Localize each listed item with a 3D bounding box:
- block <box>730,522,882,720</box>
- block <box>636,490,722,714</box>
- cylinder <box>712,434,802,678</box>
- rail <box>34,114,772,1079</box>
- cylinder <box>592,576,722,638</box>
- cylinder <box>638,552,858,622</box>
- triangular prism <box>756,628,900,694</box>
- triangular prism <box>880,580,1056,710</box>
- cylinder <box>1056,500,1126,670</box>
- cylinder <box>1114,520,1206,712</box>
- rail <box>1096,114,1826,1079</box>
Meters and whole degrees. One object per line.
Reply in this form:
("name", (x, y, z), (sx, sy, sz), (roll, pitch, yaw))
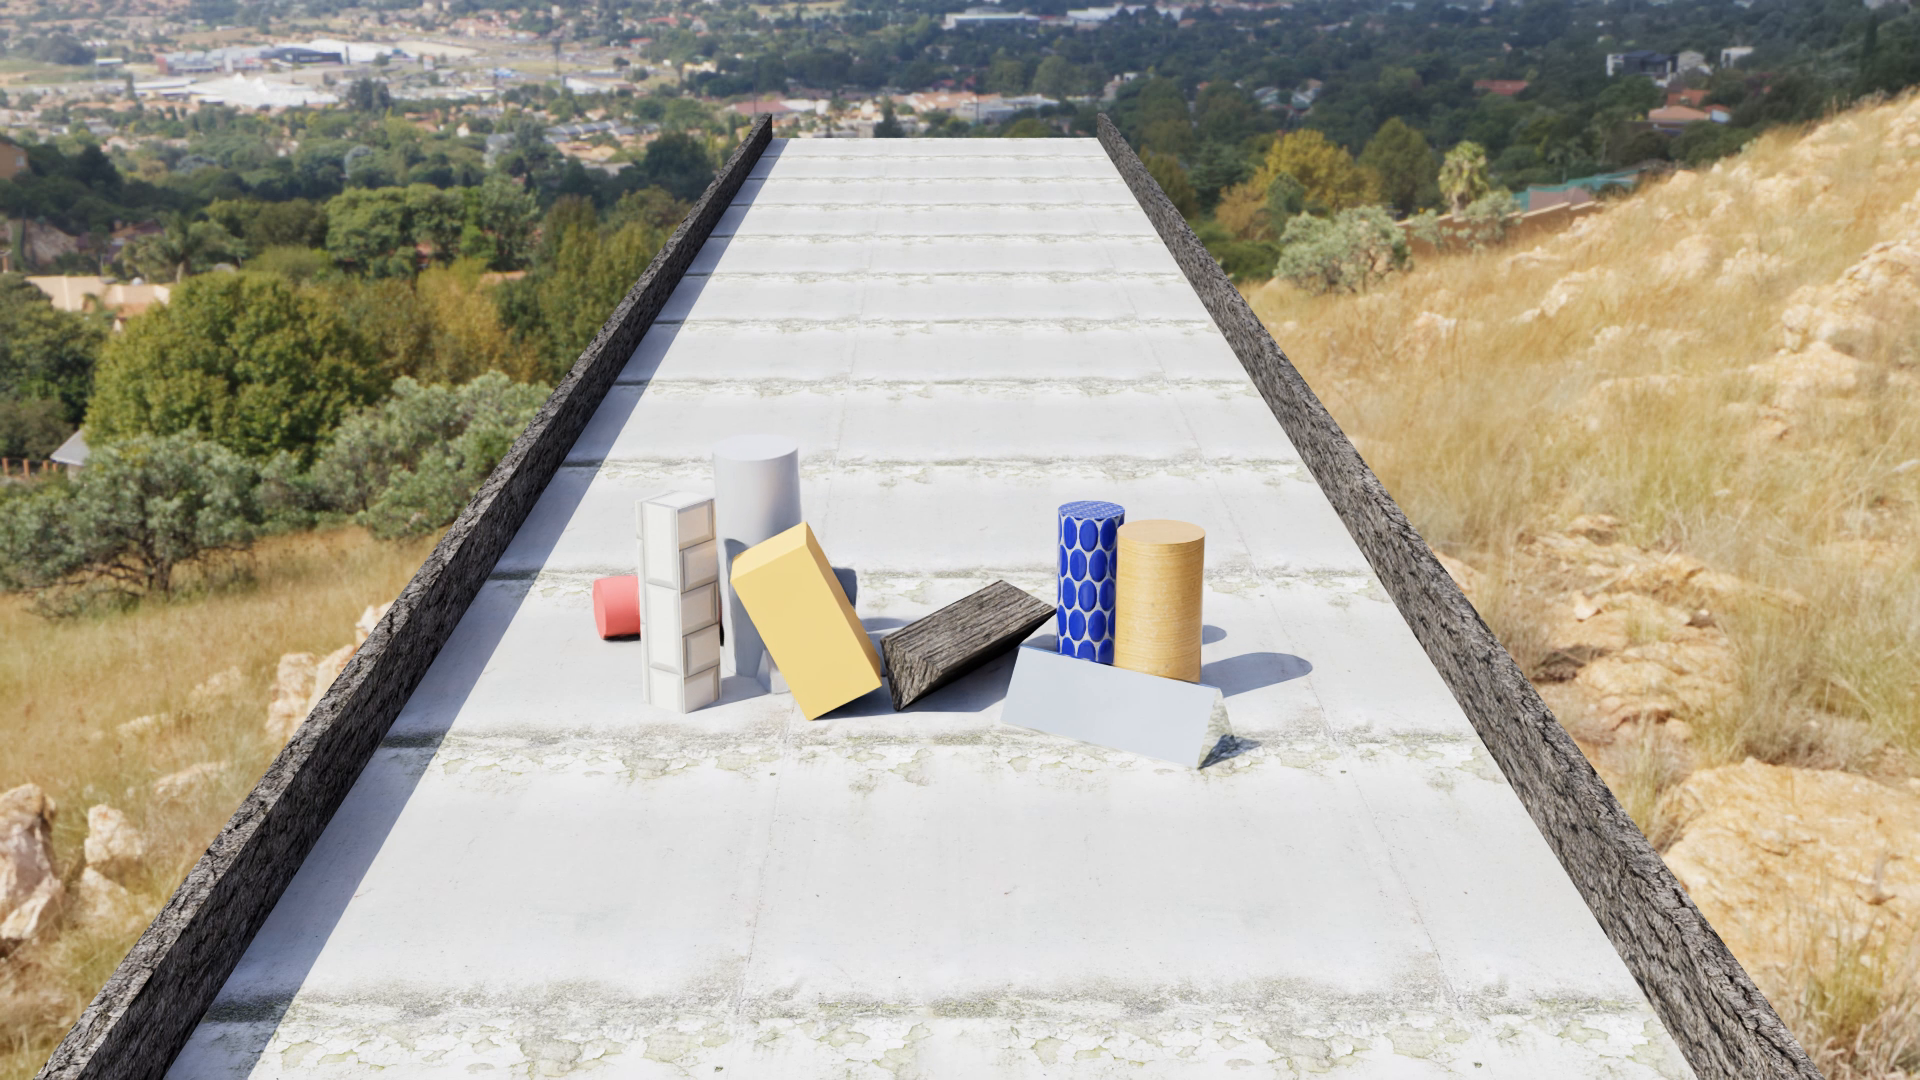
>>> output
("block", (-0.286, 0.151, 4.117), (0.154, 0.308, 0.154), (-26, 16, 4))
("block", (-0.529, 0.115, 4.140), (0.104, 0.398, 0.104), (11, 20, 34))
("cylinder", (-0.390, 0.031, 4.312), (0.166, 0.451, 0.166), (-1, 20, 0))
("rail", (-1.118, -0.838, 7.780), (0.050, 0.150, 12.000), (0, 17, -1))
("cylinder", (-0.572, 0.124, 4.596), (0.369, 0.123, 0.123), (-6, 18, -20))
("cylinder", (-0.434, 0.104, 4.496), (0.427, 0.140, 0.140), (7, 15, -14))
("triangular prism", (-0.237, 0.228, 4.312), (0.312, 0.079, 0.091), (-8, 18, -25))
("triangular prism", (0.002, 0.182, 4.284), (0.142, 0.123, 0.429), (-42, -10, 35))
("cylinder", (0.259, 0.090, 4.374), (0.133, 0.313, 0.133), (0, 17, 0))
("cylinder", (0.378, 0.142, 4.173), (0.165, 0.329, 0.165), (0, 17, 0))
("rail", (0.932, -0.844, 7.801), (0.050, 0.150, 12.000), (0, 17, -1))
